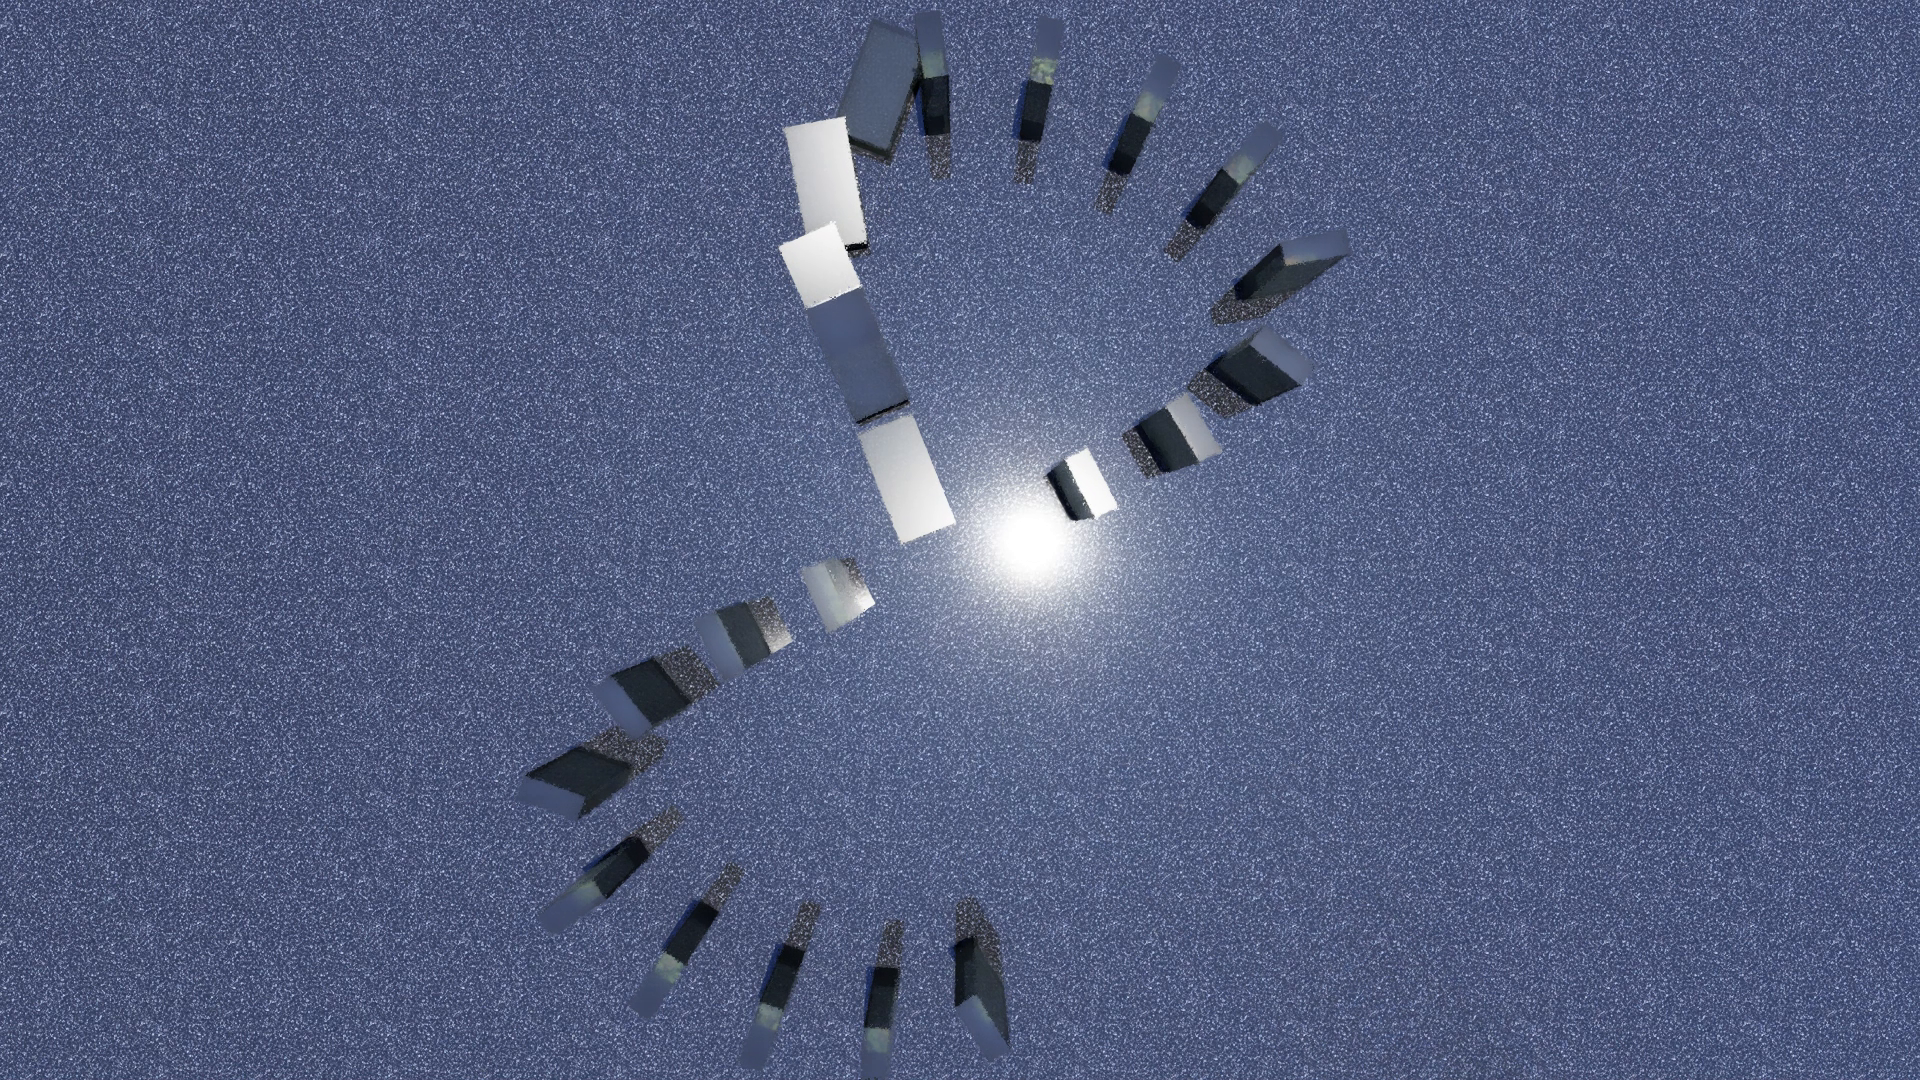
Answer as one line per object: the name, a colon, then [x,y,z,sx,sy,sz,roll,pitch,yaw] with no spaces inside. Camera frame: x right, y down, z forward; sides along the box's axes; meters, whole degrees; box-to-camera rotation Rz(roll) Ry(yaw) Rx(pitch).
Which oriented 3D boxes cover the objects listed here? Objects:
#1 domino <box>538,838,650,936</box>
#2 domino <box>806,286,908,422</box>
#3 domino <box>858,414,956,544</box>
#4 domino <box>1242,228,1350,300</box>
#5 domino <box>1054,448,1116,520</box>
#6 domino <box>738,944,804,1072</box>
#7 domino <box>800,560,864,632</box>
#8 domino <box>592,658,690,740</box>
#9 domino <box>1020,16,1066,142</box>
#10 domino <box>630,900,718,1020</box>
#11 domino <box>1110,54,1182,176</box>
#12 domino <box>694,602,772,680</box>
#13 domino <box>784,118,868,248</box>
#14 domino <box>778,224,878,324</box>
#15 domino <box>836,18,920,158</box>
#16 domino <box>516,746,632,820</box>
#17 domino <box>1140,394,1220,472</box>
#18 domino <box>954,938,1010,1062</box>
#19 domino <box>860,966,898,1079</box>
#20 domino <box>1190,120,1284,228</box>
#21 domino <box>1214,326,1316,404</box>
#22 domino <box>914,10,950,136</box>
domino: [-0.148,0.141,0.375,0.025,0.050,0.009,-33,90,0]
domino: [-0.043,-0.079,0.387,0.025,0.009,0.050,-23,110,0]
domino: [-0.023,-0.026,0.395,0.025,0.010,0.050,-22,90,0]
domino: [0.136,-0.112,0.375,0.025,0.050,0.009,-11,90,0]
domino: [0.050,-0.022,0.375,0.009,0.050,0.025,-27,90,0]
domino: [-0.076,0.190,0.375,0.009,0.050,0.025,19,90,0]
domino: [-0.052,0.022,0.375,0.009,0.050,0.025,-24,90,0]
domino: [-0.129,0.064,0.375,0.010,0.050,0.025,-40,90,0]
domino: [0.033,-0.187,0.375,0.010,0.050,0.025,12,90,0]
domino: [-0.116,0.170,0.375,0.010,0.050,0.025,33,90,0]
domino: [0.075,-0.172,0.375,0.009,0.050,0.025,26,90,0]
domino: [-0.092,0.041,0.375,0.009,0.050,0.025,-27,90,0]
domino: [-0.056,-0.150,0.390,0.025,0.009,0.050,-10,102,0]
domino: [-0.054,-0.105,0.390,0.025,0.009,0.050,-24,103,0]
domino: [-0.034,-0.195,0.395,0.025,0.009,0.050,20,90,0]
domino: [-0.156,0.099,0.375,0.025,0.050,0.010,19,90,0]
domino: [0.089,-0.043,0.375,0.009,0.050,0.025,-31,90,0]
domino: [0.009,0.187,0.375,0.009,0.050,0.025,-32,90,0]
domino: [-0.033,0.199,0.375,0.009,0.050,0.025,4,90,0]
domino: [0.112,-0.148,0.375,0.010,0.050,0.025,43,90,0]
domino: [0.123,-0.071,0.375,0.025,0.050,0.010,38,90,0]
domino: [-0.011,-0.189,0.375,0.009,0.050,0.025,-9,90,0]
